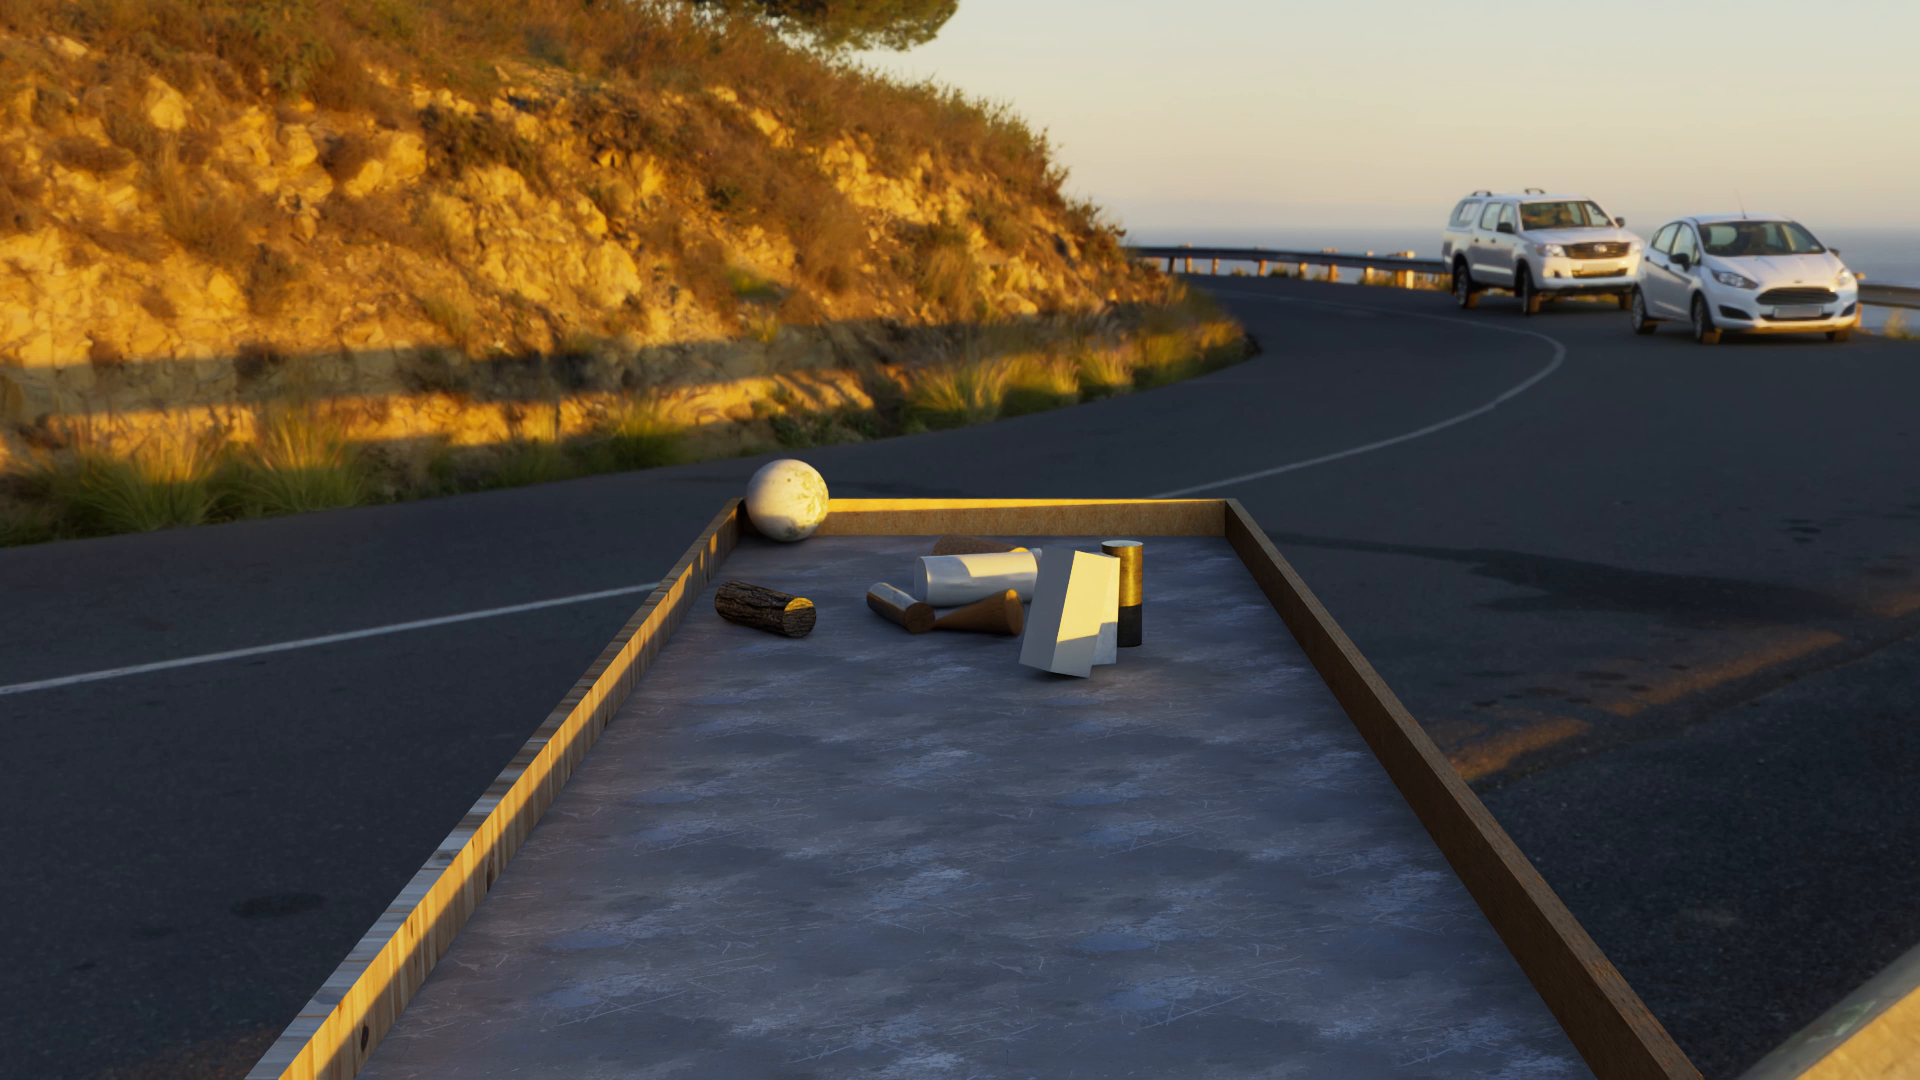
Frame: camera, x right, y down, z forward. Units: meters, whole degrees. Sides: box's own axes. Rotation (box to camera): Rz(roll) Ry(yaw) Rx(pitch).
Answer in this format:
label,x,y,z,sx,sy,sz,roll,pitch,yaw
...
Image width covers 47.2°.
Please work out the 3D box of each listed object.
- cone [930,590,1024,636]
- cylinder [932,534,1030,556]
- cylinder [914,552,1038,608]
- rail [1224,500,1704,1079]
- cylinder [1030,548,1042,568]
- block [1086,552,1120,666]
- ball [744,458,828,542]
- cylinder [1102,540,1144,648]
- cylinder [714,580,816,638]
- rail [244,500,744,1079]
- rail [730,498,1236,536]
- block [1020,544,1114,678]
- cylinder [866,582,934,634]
label,x,y,z,sx,sy,sz,roll,pitch,yaw
cone,0.016,0.261,7.127,0.347,0.150,0.150,-9,5,23
cylinder,0.084,0.084,7.966,0.161,0.161,0.401,-7,12,-38
cylinder,0.054,0.137,7.581,0.393,0.177,0.177,-3,9,-17
rail,1.046,0.843,3.208,0.050,0.150,12.000,0,9,1
cylinder,0.321,0.113,7.925,0.117,0.117,0.320,-3,9,-17
block,0.395,0.208,6.659,0.122,0.322,0.122,-3,9,-26
ball,-0.705,-0.162,8.943,0.340,0.340,0.340,0,9,0
cylinder,0.509,0.169,6.922,0.130,0.320,0.130,0,9,0
cylinder,-0.637,0.224,7.173,0.132,0.132,0.398,-7,11,-38
rail,-1.004,0.839,3.234,0.050,0.150,12.000,0,9,1
rail,0.099,-0.098,9.147,2.100,0.150,0.050,0,9,1
block,0.313,0.209,6.467,0.150,0.357,0.150,12,0,-37
cylinder,-0.199,0.224,7.266,0.104,0.104,0.397,-3,10,-20
